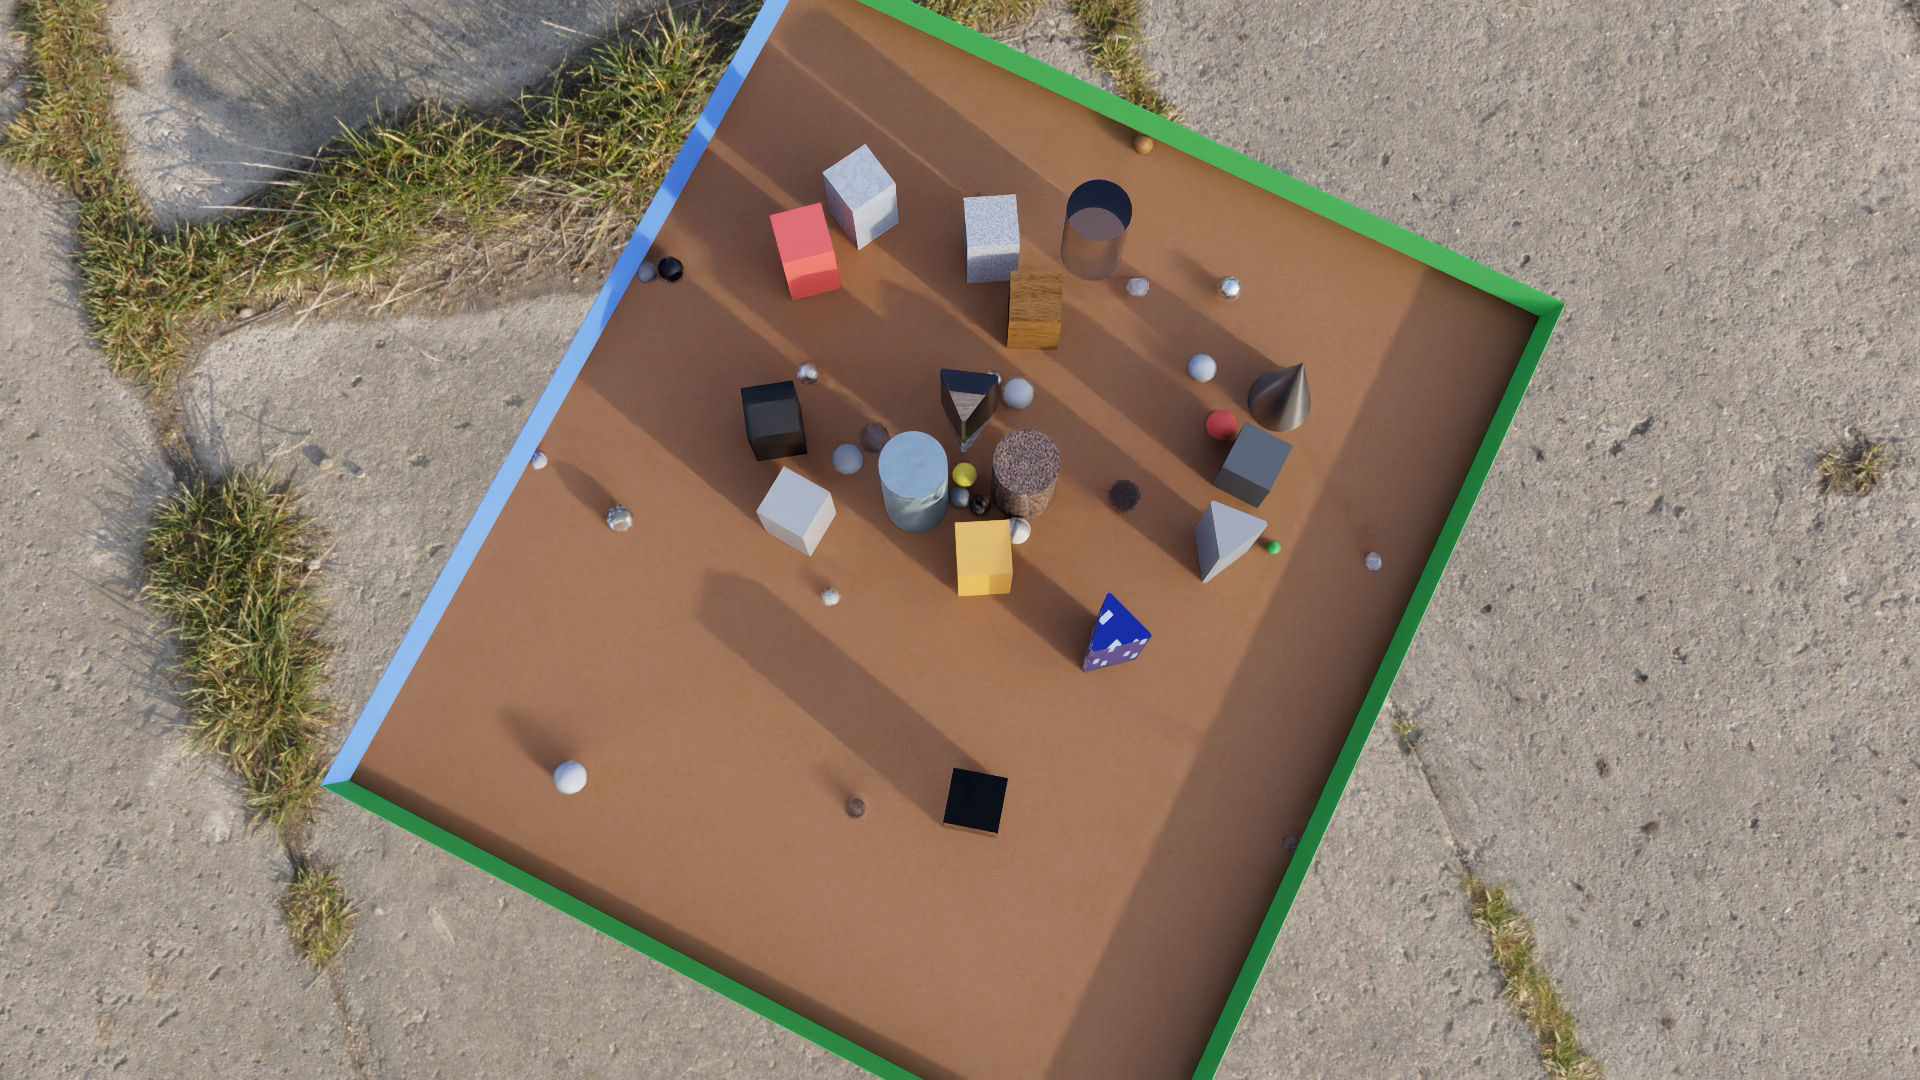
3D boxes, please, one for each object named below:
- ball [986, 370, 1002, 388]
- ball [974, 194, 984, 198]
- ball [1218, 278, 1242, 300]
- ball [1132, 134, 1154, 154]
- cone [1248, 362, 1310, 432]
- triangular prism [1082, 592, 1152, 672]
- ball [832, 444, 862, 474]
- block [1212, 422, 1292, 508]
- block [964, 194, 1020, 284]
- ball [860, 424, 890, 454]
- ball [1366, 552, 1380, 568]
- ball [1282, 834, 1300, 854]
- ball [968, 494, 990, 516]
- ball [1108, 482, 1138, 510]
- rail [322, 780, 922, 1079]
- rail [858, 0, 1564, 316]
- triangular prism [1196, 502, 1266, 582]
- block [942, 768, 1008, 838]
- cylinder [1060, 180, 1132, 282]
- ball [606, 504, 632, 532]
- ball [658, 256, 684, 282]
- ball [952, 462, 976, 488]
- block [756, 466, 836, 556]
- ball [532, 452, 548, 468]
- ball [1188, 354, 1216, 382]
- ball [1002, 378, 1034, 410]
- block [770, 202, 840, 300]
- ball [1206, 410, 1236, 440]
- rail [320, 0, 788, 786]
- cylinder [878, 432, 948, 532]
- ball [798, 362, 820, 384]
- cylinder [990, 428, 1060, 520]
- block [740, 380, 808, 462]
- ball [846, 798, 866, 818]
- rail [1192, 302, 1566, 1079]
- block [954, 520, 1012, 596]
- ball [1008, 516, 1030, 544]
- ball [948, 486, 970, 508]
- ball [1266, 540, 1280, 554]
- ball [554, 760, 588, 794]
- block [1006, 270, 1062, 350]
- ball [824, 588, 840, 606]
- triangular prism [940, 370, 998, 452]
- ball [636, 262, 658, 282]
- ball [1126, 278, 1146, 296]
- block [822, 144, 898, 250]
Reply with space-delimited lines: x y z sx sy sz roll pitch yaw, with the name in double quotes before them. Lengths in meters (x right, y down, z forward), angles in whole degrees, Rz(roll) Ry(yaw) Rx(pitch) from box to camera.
"ball" 0.102 -0.497 5.688 0.061 0.061 0.061 0 78 0
"ball" 0.063 -1.071 5.811 0.054 0.054 0.054 0 78 0
"ball" 0.845 -0.786 5.743 0.072 0.072 0.072 0 78 0
"ball" 0.584 -1.262 5.844 0.066 0.066 0.066 0 78 0
"cone" 0.994 -0.473 5.505 0.196 0.411 0.196 0 78 0
"triangular prism" 0.434 0.263 5.337 0.170 0.440 0.147 -13 79 -3
"ball" -0.347 -0.248 5.619 0.096 0.096 0.096 0 78 0
"block" 0.882 -0.225 5.543 0.157 0.236 0.157 28 80 5
"block" 0.095 -0.924 5.646 0.157 0.318 0.157 -4 78 -1
"ball" -0.261 -0.312 5.635 0.091 0.091 0.091 0 78 0
"ball" 1.258 0.062 5.580 0.047 0.047 0.047 0 78 0
"ball" 0.979 0.895 5.402 0.057 0.057 0.057 0 78 0
"ball" 0.060 -0.107 5.606 0.065 0.065 0.065 0 78 0
"ball" 0.499 -0.133 5.599 0.088 0.088 0.088 0 78 0
"rail" -0.657 1.294 5.283 2.675 0.127 0.045 26 80 5
"rail" 0.657 -1.281 5.815 2.675 0.127 0.045 26 80 5
"triangular prism" 0.766 -0.015 5.425 0.170 0.381 0.147 -37 81 -7
"block" 0.044 0.763 5.308 0.157 0.296 0.157 11 79 2
"cylinder" 0.416 -0.949 5.636 0.196 0.347 0.196 0 78 0
"ball" -1.039 -0.067 5.589 0.081 0.081 0.081 0 78 0
"ball" -0.908 -0.849 5.752 0.079 0.079 0.079 0 78 0
"ball" 0.014 -0.200 5.619 0.076 0.076 0.076 0 78 0
"block" -0.487 -0.082 5.488 0.157 0.286 0.157 29 80 6
"ball" -1.296 -0.245 5.642 0.049 0.049 0.049 0 78 0
"ball" 0.750 -0.534 5.682 0.088 0.088 0.088 0 78 0
"ball" 0.178 -0.453 5.661 0.096 0.096 0.096 0 78 0
"block" -0.472 -0.882 5.629 0.157 0.333 0.157 -15 79 -3
"ball" 0.805 -0.352 5.643 0.092 0.092 0.092 0 78 0
"rail" -1.175 -0.569 5.668 0.045 0.127 2.987 26 80 5
"cylinder" -0.133 -0.166 5.413 0.196 0.466 0.196 0 78 0
"ball" -0.467 -0.518 5.690 0.066 0.066 0.066 0 78 0
"cylinder" 0.192 -0.192 5.480 0.196 0.345 0.196 0 78 0
"block" -0.561 -0.358 5.552 0.157 0.272 0.157 -9 78 -2
"ball" -0.309 0.793 5.422 0.060 0.060 0.060 0 78 0
"rail" 1.175 0.582 5.430 0.045 0.127 2.987 26 80 5
"block" 0.068 0.056 5.435 0.157 0.334 0.157 -3 78 -1
"ball" 0.172 -0.029 5.579 0.085 0.085 0.085 0 78 0
"ball" -0.002 -0.131 5.609 0.067 0.067 0.067 0 78 0
"ball" 0.955 0.023 5.591 0.041 0.041 0.041 0 78 0
"ball" -1.152 0.701 5.421 0.098 0.098 0.098 0 78 0
"block" 0.228 -0.702 5.622 0.157 0.274 0.157 2 78 0
"ball" -0.390 0.173 5.555 0.051 0.051 0.051 0 78 0
"triangular prism" 0.003 -0.418 5.519 0.147 0.360 0.170 36 81 7
"ball" -0.984 -0.844 5.758 0.065 0.065 0.065 0 78 0
"ball" 0.554 -0.794 5.751 0.059 0.059 0.059 0 78 0
"block" -0.304 -1.058 5.673 0.157 0.318 0.157 -35 80 -7
